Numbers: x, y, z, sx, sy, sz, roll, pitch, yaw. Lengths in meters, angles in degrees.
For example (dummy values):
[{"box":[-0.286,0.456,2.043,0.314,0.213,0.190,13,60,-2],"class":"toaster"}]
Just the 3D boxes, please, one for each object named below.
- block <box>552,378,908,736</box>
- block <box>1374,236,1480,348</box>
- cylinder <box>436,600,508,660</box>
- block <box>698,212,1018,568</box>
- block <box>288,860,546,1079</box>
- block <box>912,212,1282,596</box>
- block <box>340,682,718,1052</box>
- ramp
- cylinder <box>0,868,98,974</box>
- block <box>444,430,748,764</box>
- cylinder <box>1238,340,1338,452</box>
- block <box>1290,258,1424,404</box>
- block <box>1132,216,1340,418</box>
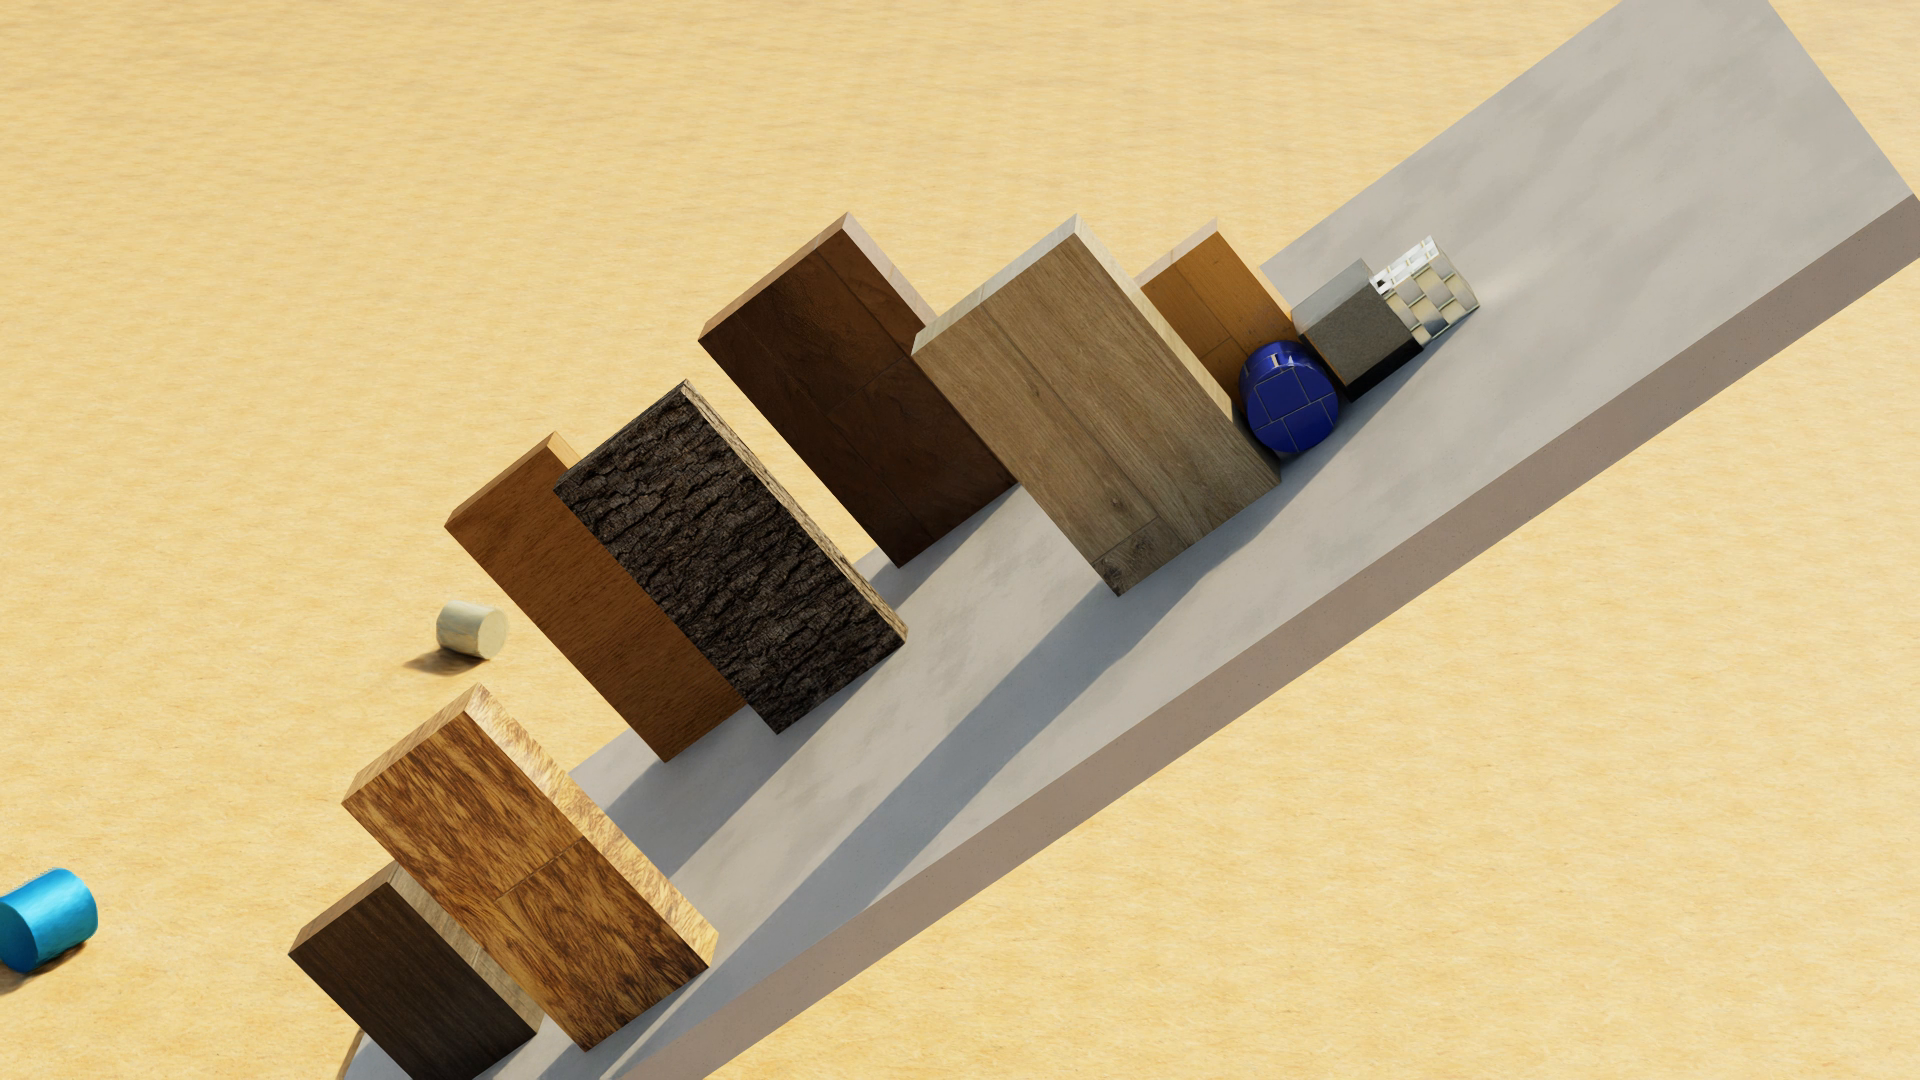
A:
[{"box":[-0.510,0.045,6.594,0.384,0.766,0.080,-36,16,18],"class":"block"},{"box":[0.926,-0.493,5.832,0.138,0.138,0.138,-37,16,14],"class":"block"},{"box":[-1.524,0.279,9.179,0.159,0.159,0.159,12,26,25],"class":"cylinder"},{"box":[-0.205,-0.350,6.991,0.449,0.740,0.132,-36,16,18],"class":"block"},{"box":[-1.151,0.938,6.254,0.295,0.465,0.106,-36,16,18],"class":"block"},{"box":[0.272,-0.260,5.792,0.406,0.650,0.126,-36,16,18],"class":"block"},{"box":[-0.848,0.655,5.838,0.337,0.715,0.126,-36,16,18],"class":"block"},{"box":[0.120,0.185,6.341,4.000,0.100,2.000,-36,16,18],"class":"ramp"},{"box":[-2.356,0.976,7.546,0.200,0.200,0.200,15,28,30],"class":"cylinder"},{"box":[-0.836,0.142,7.048,0.337,0.793,0.099,-36,16,18],"class":"block"},{"box":[0.651,-0.287,5.846,0.179,0.179,0.179,0,20,0],"class":"cylinder"},{"box":[0.791,-0.419,5.876,0.178,0.178,0.178,-37,16,14],"class":"block"},{"box":[0.533,-0.399,5.978,0.295,0.419,0.097,-36,16,18],"class":"block"}]
